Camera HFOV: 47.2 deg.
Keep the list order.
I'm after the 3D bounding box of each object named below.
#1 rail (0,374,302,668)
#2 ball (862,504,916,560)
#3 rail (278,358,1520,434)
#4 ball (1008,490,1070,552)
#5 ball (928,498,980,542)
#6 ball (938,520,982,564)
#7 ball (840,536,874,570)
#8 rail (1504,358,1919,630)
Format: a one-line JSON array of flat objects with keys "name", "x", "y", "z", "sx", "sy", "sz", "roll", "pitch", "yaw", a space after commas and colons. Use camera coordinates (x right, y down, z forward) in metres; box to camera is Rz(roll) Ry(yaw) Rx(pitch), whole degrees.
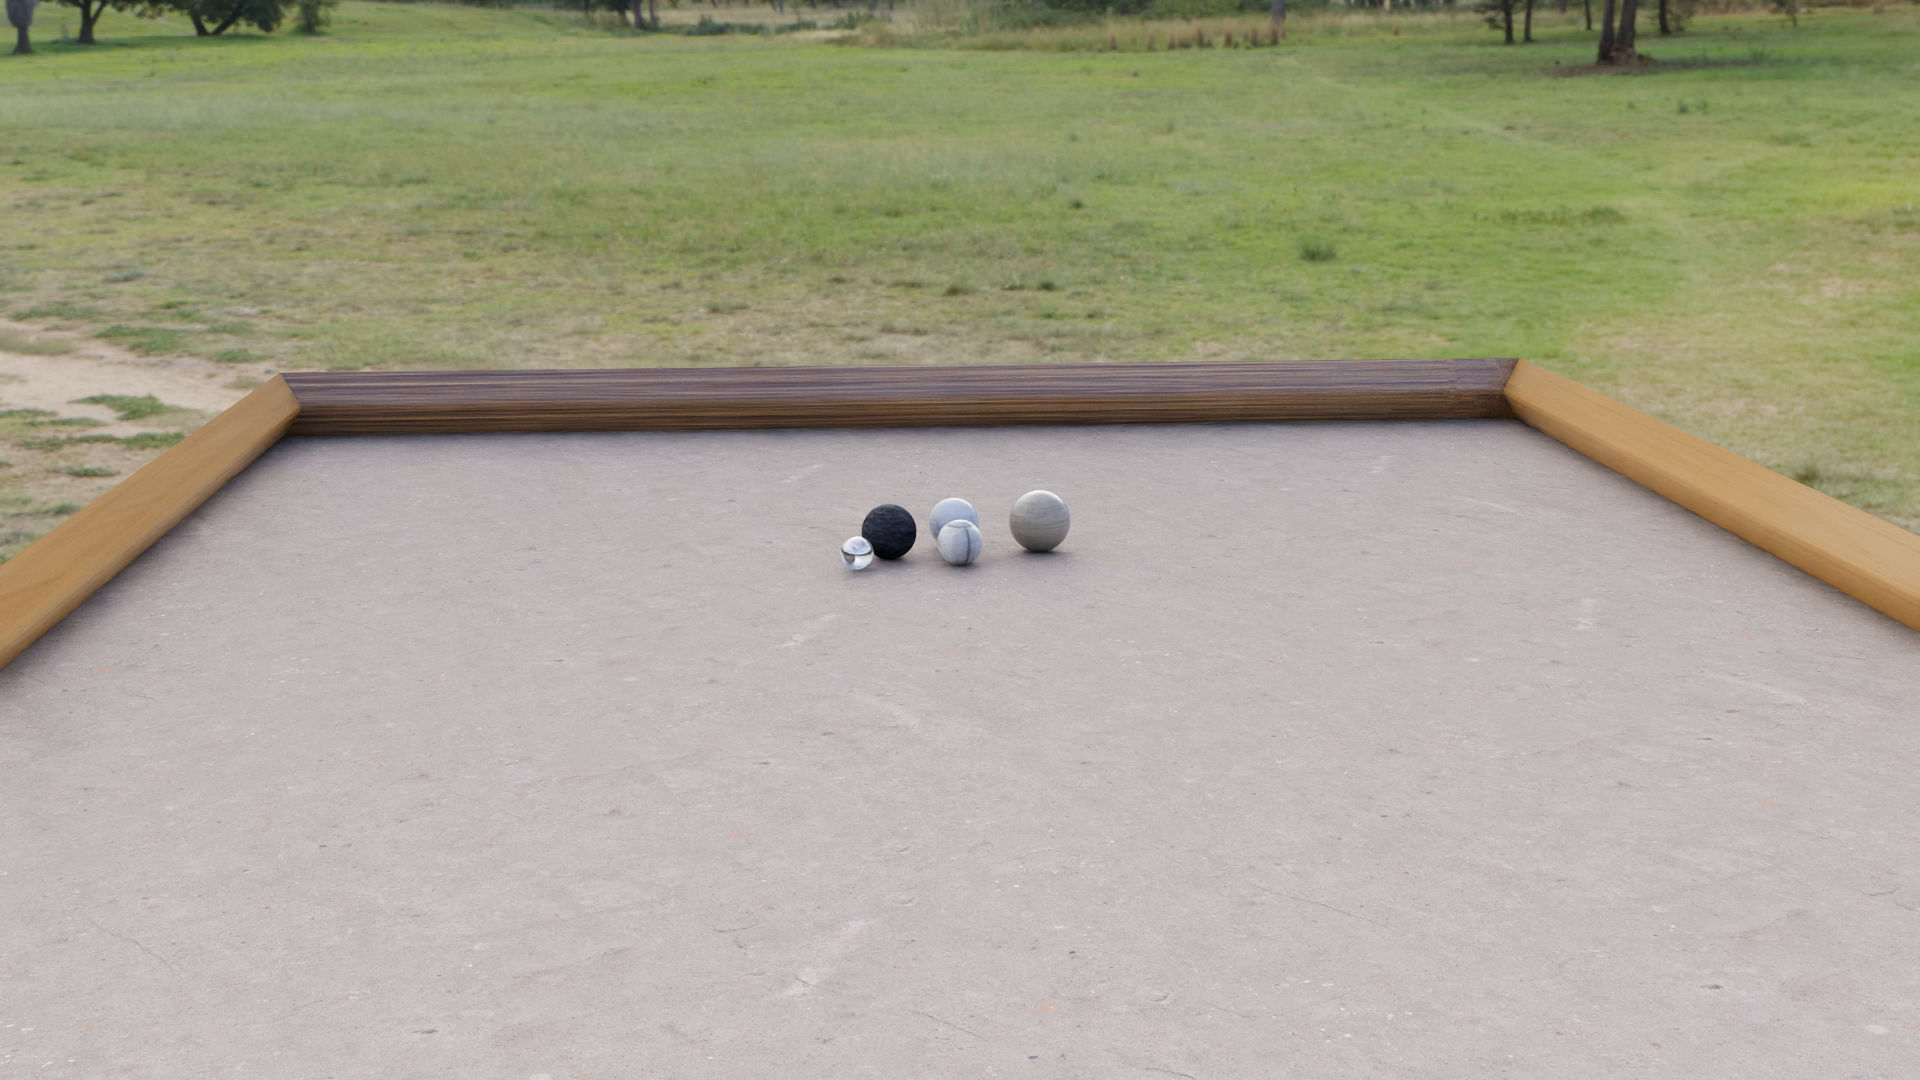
[{"name": "rail", "x": -1.057, "y": 0.248, "z": 1.929, "sx": 0.045, "sy": 0.116, "sz": 4.413, "roll": -1, "pitch": 13, "yaw": -4}, {"name": "ball", "x": -0.101, "y": -0.012, "z": 3.127, "sx": 0.079, "sy": 0.079, "sz": 0.079, "roll": 0, "pitch": 13, "yaw": 0}, {"name": "rail", "x": -0.086, "y": -0.268, "z": 4.137, "sx": 2.344, "sy": 0.116, "sz": 0.045, "roll": -1, "pitch": 13, "yaw": -4}, {"name": "ball", "x": 0.115, "y": -0.028, "z": 3.171, "sx": 0.089, "sy": 0.089, "sz": 0.089, "roll": 0, "pitch": 13, "yaw": 0}, {"name": "ball", "x": -0.009, "y": -0.025, "z": 3.193, "sx": 0.074, "sy": 0.074, "sz": 0.074, "roll": 0, "pitch": 13, "yaw": 0}, {"name": "ball", "x": 0.000, "y": 0.003, "z": 3.095, "sx": 0.064, "sy": 0.064, "sz": 0.064, "roll": 0, "pitch": 13, "yaw": 0}, {"name": "ball", "x": -0.144, "y": 0.018, "z": 3.070, "sx": 0.046, "sy": 0.046, "sz": 0.046, "roll": 0, "pitch": 13, "yaw": 0}, {"name": "rail", "x": 1.232, "y": 0.206, "z": 2.107, "sx": 0.045, "sy": 0.116, "sz": 4.413, "roll": -1, "pitch": 13, "yaw": -4}]
